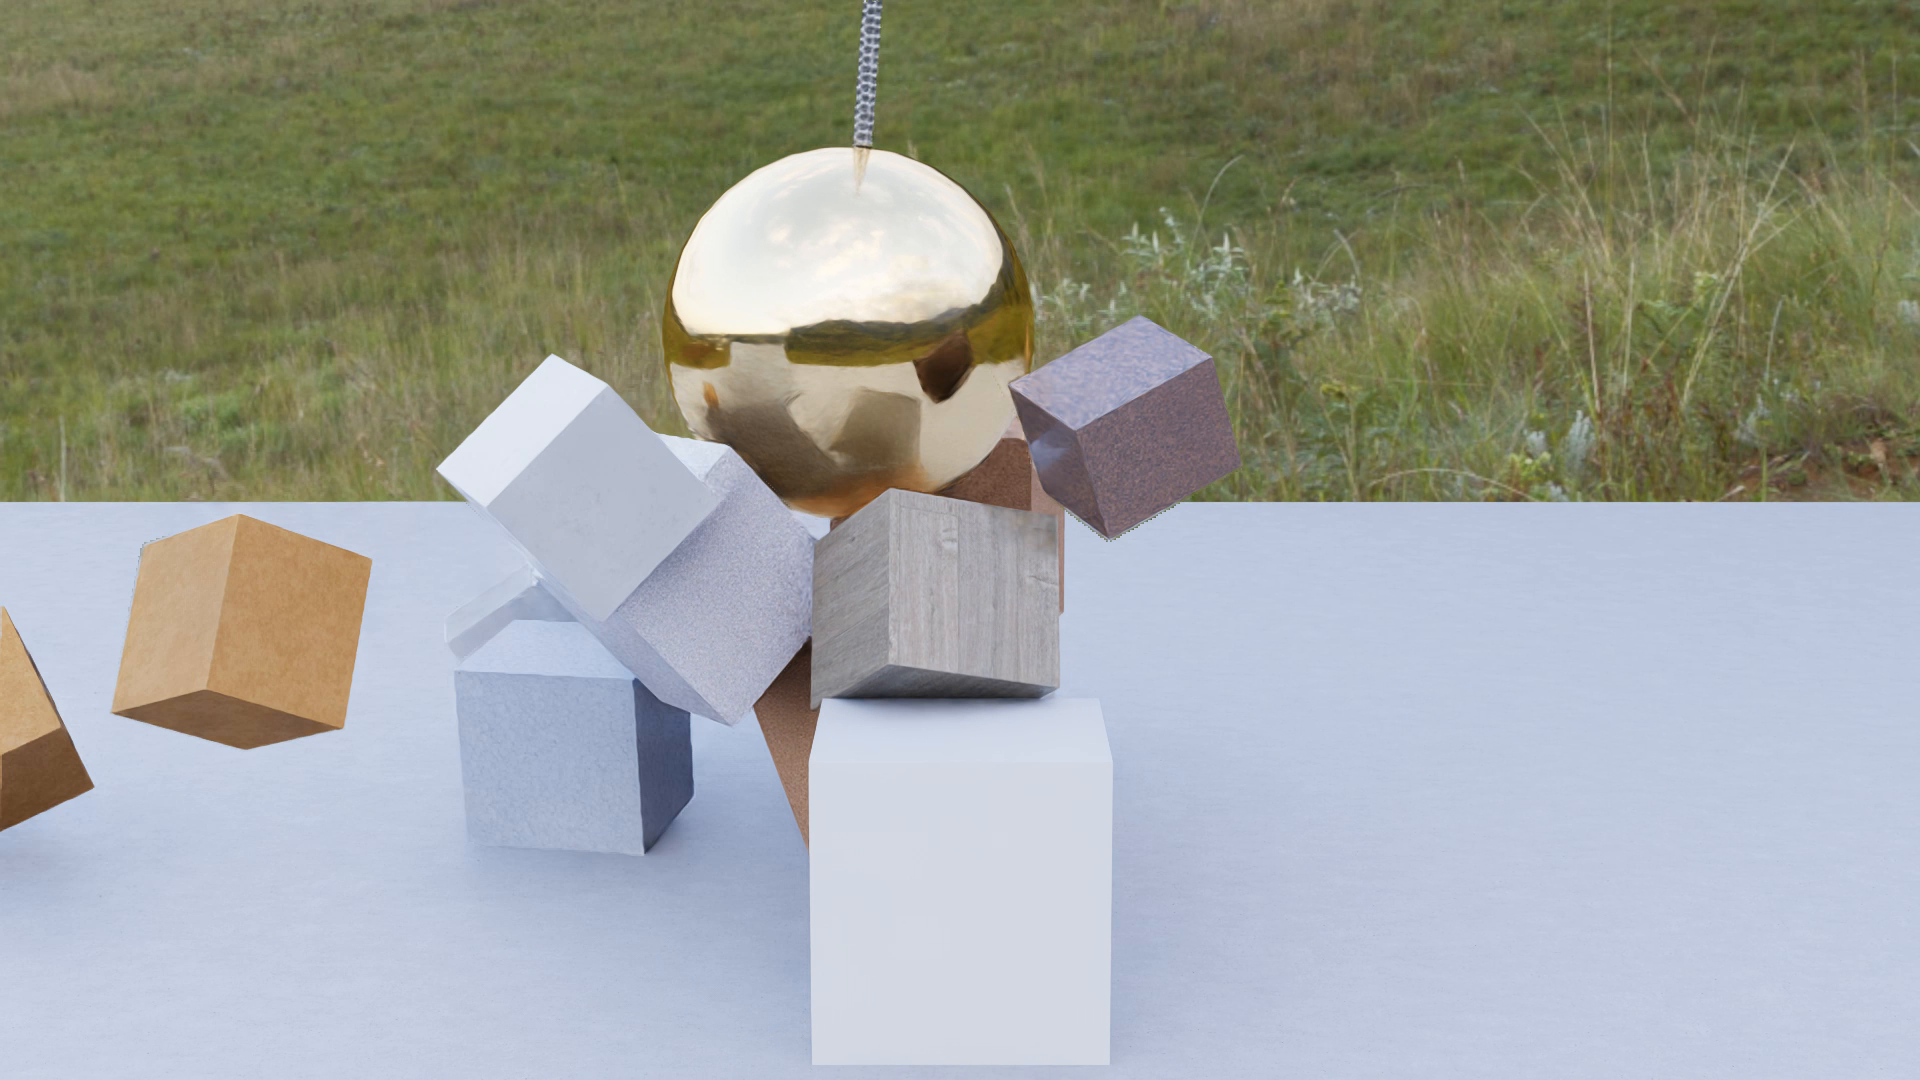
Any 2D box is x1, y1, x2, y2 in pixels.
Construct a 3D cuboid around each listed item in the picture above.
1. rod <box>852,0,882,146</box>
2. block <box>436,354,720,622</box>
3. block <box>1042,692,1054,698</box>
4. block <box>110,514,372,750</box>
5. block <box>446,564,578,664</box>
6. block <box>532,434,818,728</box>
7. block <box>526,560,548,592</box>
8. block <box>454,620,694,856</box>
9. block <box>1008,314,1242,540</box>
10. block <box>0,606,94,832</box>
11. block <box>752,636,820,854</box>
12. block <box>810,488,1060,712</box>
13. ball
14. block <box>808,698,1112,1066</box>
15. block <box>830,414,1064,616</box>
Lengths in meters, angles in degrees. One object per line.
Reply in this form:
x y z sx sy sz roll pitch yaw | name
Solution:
-0.207 -4.221 10.413 0.080 5.200 0.080 4 10 -1 | rod
-1.487 -0.211 9.943 0.642 0.656 0.724 -46 28 -9 | block
-0.008 0.870 12.347 0.889 0.870 0.928 0 10 0 | block
-2.740 0.365 9.793 0.700 0.677 0.584 -13 -27 42 | block
-2.085 0.576 13.065 0.729 0.793 0.747 -34 13 -6 | block
-1.092 0.154 10.516 0.793 0.818 0.689 -51 29 -17 | block
-1.646 -0.062 12.043 0.599 0.585 0.579 25 21 -35 | block
-1.785 0.909 11.978 0.853 0.850 0.738 2 17 12 | block
0.646 -0.450 10.044 0.625 0.506 0.542 -29 33 -15 | block
-4.414 0.848 11.626 0.602 0.679 0.705 -26 -22 -18 | block
-0.224 0.772 11.284 1.090 1.145 1.111 -19 10 3 | block
-0.103 0.290 10.056 0.722 0.695 0.728 9 -21 -25 | block
-0.477 -0.886 11.019 1.600 1.600 1.600 0 10 0 | ball
0.003 1.248 9.564 1.068 1.122 0.937 0 10 0 | block
-0.048 -0.072 12.355 0.965 0.981 0.844 2 11 13 | block
